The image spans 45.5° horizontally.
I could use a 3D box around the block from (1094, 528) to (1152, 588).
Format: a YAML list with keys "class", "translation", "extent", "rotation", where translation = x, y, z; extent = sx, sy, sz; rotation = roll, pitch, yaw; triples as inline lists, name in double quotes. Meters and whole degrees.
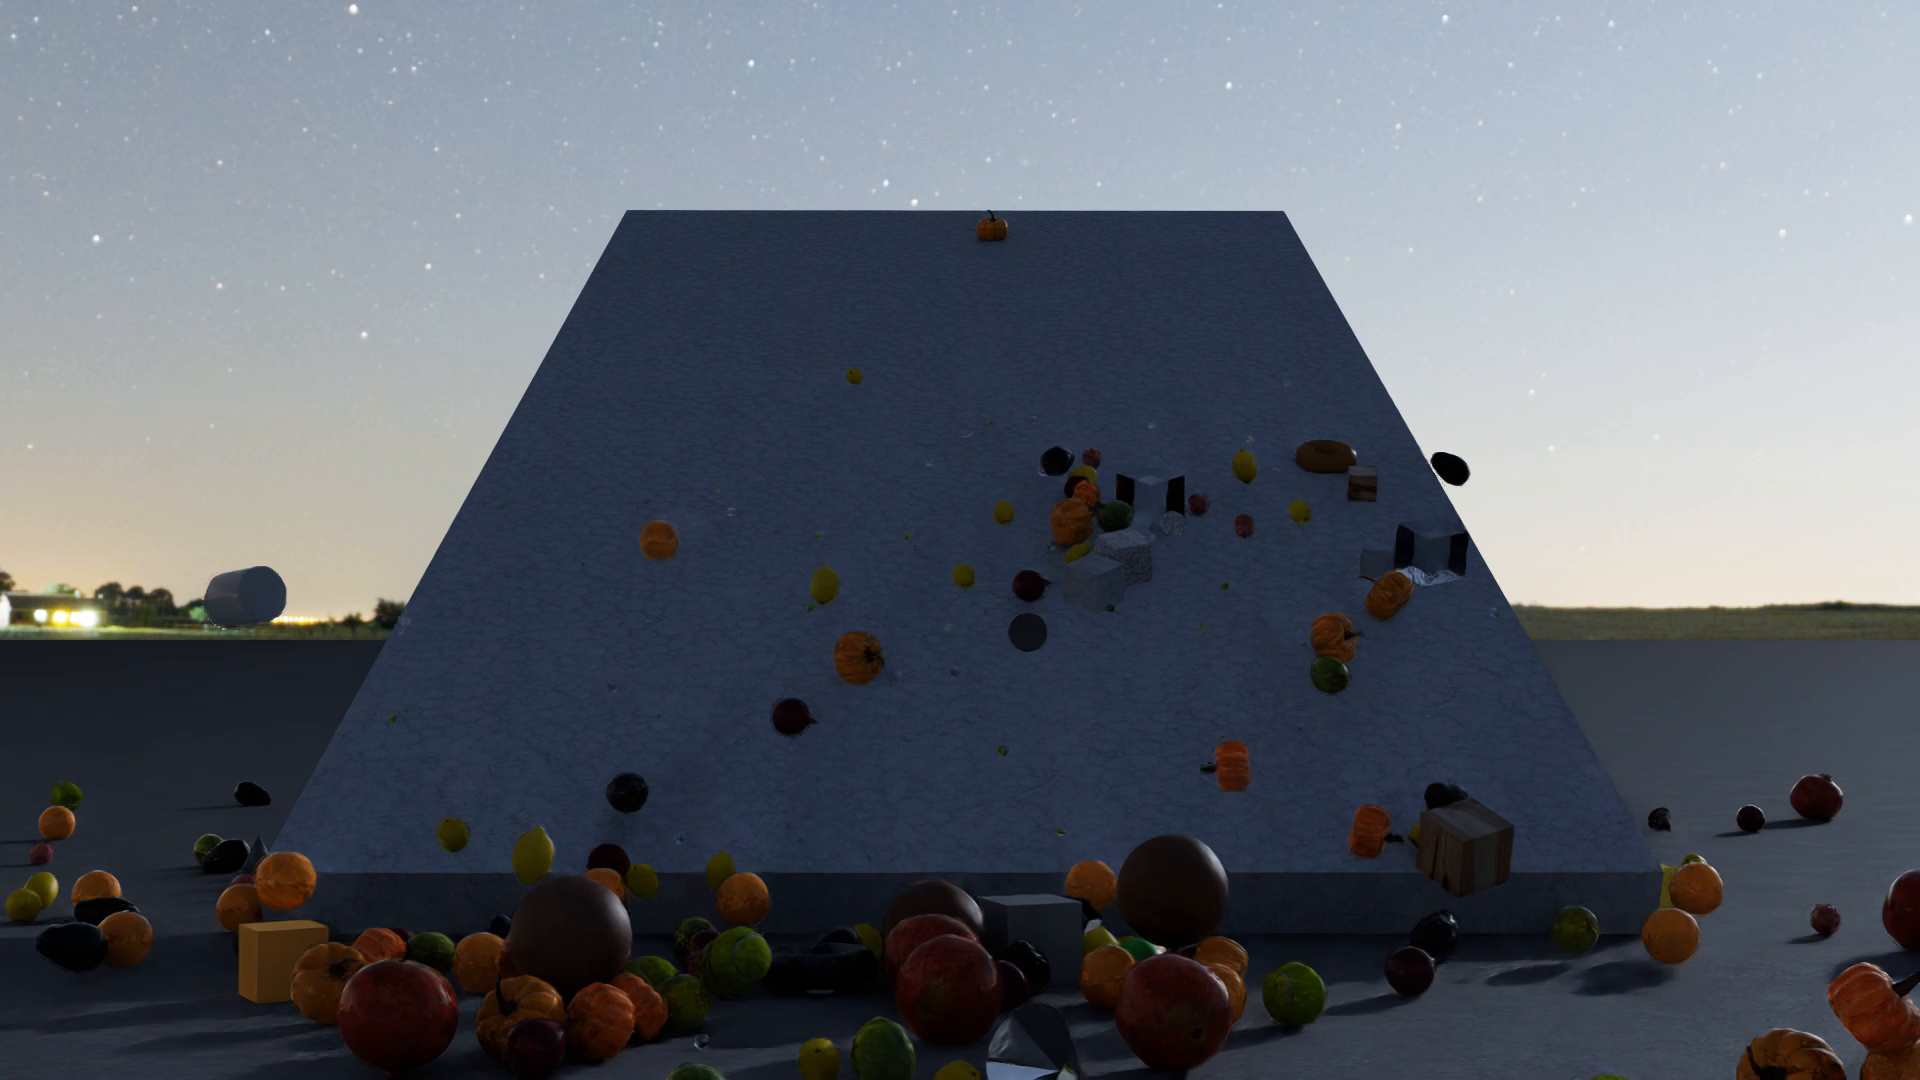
- class: "block"
  translation: [0.302, 0.035, 4.254]
  extent: [0.080, 0.080, 0.080]
  rotation: [-10, 24, -24]

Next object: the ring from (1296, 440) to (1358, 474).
- class: "ring"
  translation: [0.773, -0.176, 4.837]
  extent: [0.130, 0.043, 0.130]
  rotation: [1, 22, 0]

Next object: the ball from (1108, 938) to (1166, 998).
- class: "ball"
  translation: [0.209, 0.507, 2.709]
  extent: [0.070, 0.070, 0.070]
  rotation: [0, -2, 0]

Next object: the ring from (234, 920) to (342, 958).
- class: "ring"
  translation: [-0.889, 0.532, 3.033]
  extent: [0.139, 0.046, 0.139]
  rotation: [0, -1, 0]

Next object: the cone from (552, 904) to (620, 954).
- class: "cone"
  translation: [-0.495, 0.507, 2.965]
  extent: [0.080, 0.080, 0.080]
  rotation: [14, -11, -40]

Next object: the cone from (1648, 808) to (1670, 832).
- class: "cone"
  translation: [1.544, 0.624, 5.023]
  extent: [0.053, 0.053, 0.053]
  rotation: [1, 24, -13]

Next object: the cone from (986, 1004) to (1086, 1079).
- class: "cone"
  translation: [0.092, 0.498, 2.152]
  extent: [0.096, 0.096, 0.096]
  rotation: [-2, -30, 44]

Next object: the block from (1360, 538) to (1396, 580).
- class: "block"
  translation: [0.782, 0.035, 4.284]
  extent: [0.058, 0.058, 0.058]
  rotation: [6, 22, 15]

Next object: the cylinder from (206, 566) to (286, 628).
- class: "cylinder"
  translation: [-1.146, 0.091, 3.679]
  extent: [0.090, 0.090, 0.090]
  rotation: [-9, -8, 38]

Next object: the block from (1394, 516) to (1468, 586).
- class: "block"
  translation: [0.879, 0.020, 4.275]
  extent: [0.093, 0.093, 0.093]
  rotation: [-10, 24, -23]

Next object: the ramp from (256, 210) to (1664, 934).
- class: "ramp"
  translation: [-0.006, -0.219, 5.135]
  extent: [2.000, 0.100, 4.000]
  rotation: [0, 22, 0]

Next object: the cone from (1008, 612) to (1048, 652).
- class: "cone"
  translation: [0.115, 0.163, 3.998]
  extent: [0.067, 0.067, 0.067]
  rotation: [0, -5, -4]

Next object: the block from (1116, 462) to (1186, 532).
- class: "block"
  translation: [0.377, -0.086, 4.538]
  extent: [0.095, 0.095, 0.095]
  rotation: [-19, 28, -39]

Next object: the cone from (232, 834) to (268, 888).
- class: "cone"
  translation: [-1.199, 0.547, 3.917]
  extent: [0.088, 0.088, 0.088]
  rotation: [0, -2, 0]

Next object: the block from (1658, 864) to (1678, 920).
- class: "block"
  translation: [1.038, 0.535, 3.490]
  extent: [0.077, 0.077, 0.077]
  rotation: [2, -3, -45]

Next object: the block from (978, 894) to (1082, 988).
- class: "block"
  translation: [0.087, 0.498, 2.855]
  extent: [0.100, 0.100, 0.100]
  rotation: [1, -3, -21]

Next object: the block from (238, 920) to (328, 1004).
- class: "block"
  translation: [-0.806, 0.501, 2.731]
  extent: [0.083, 0.083, 0.083]
  rotation: [1, -3, -32]

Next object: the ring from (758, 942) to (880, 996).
- class: "ring"
  translation: [-0.171, 0.521, 2.782]
  extent: [0.148, 0.049, 0.148]
  rotation: [-1, -2, 0]

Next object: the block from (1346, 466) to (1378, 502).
- class: "block"
  translation: [0.818, -0.114, 4.661]
  extent: [0.057, 0.057, 0.057]
  rotation: [3, 22, 7]

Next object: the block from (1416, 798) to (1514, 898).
- class: "block"
  translation: [0.713, 0.434, 3.235]
  extent: [0.091, 0.091, 0.091]
  rotation: [-12, 26, -26]

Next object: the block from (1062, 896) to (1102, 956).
- class: "block"
  translation: [0.147, 0.517, 3.070]
  extent: [0.056, 0.056, 0.056]
  rotation: [-1, -40, 32]

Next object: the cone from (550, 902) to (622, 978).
- class: "cone"
  translation: [-0.477, 0.505, 2.924]
  extent: [0.091, 0.091, 0.091]
  rotation: [0, -2, 0]

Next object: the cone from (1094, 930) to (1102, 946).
- class: "cone"
  translation: [0.168, 0.546, 3.129]
  extent: [0.057, 0.057, 0.057]
  rotation: [0, -29, 12]

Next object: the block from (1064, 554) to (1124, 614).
- class: "block"
  translation: [0.243, 0.079, 4.150]
  extent: [0.075, 0.075, 0.075]
  rotation: [18, 28, 38]
